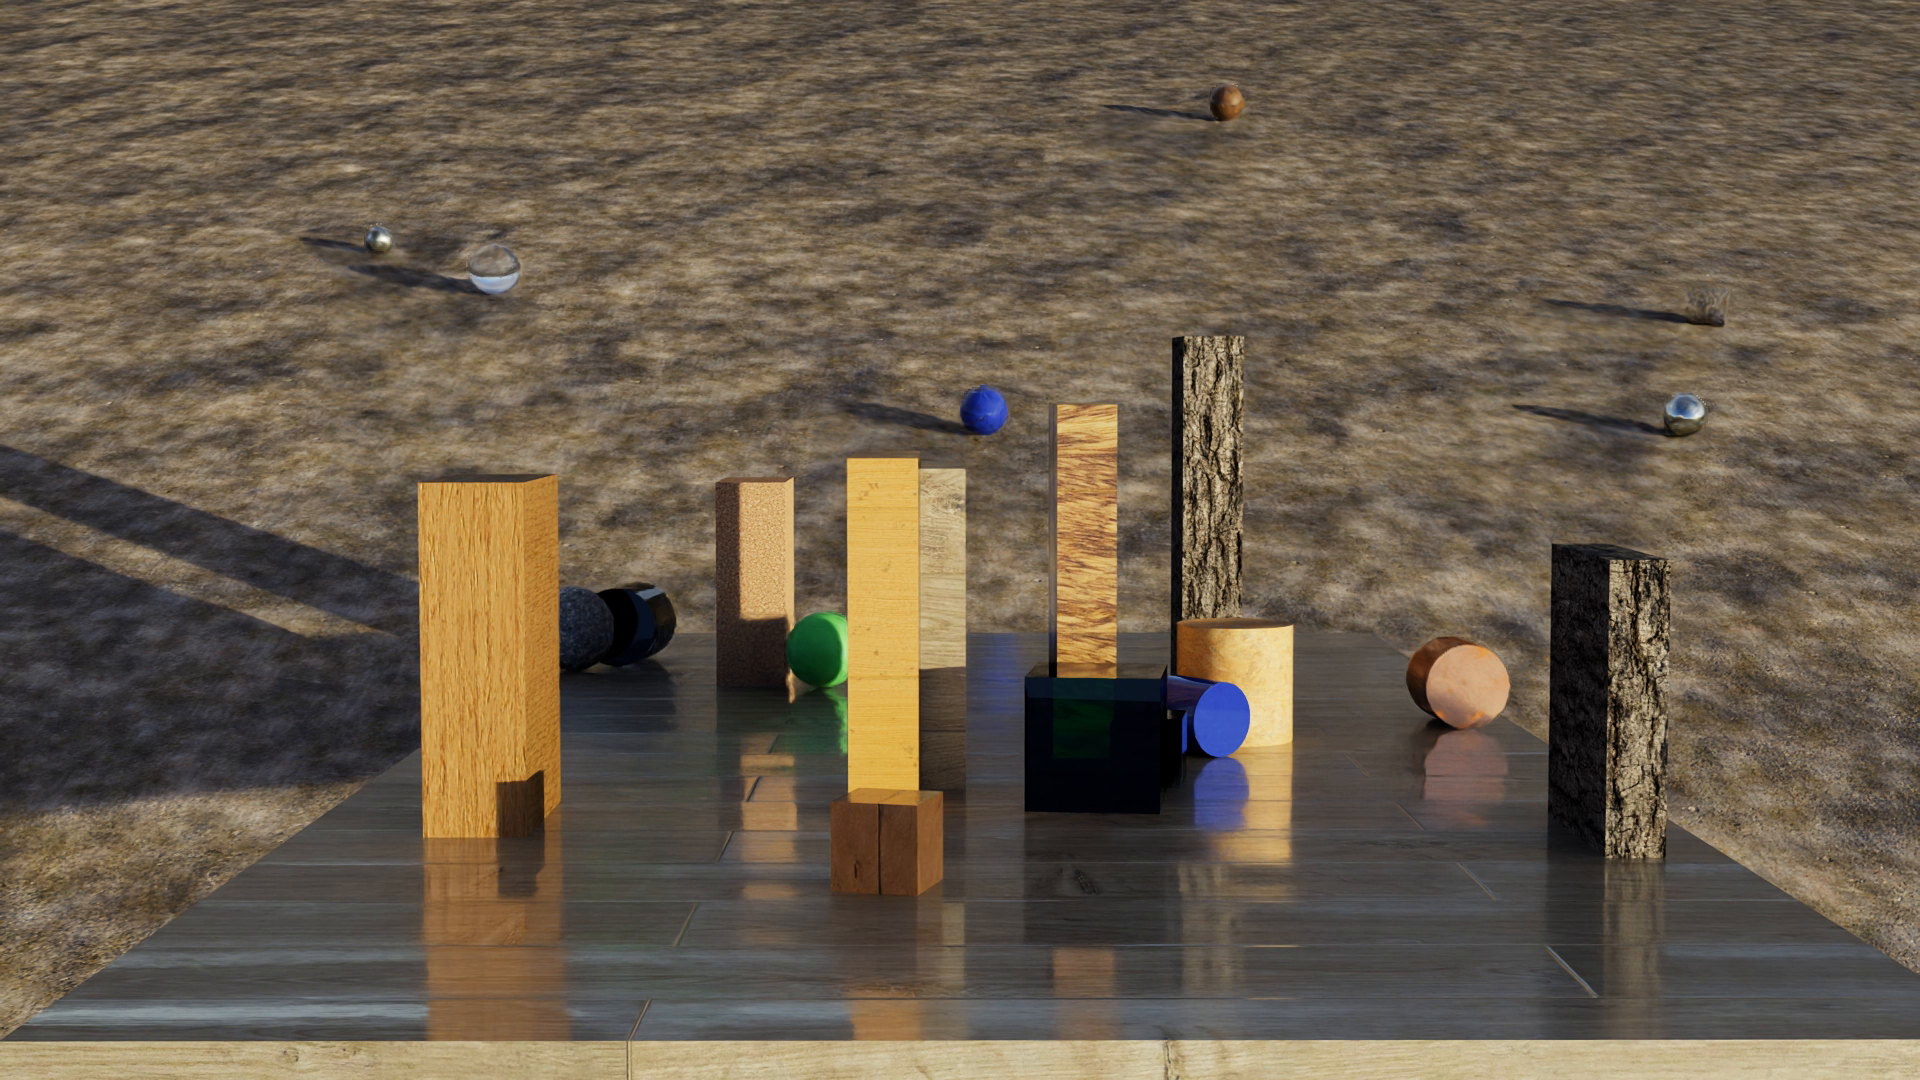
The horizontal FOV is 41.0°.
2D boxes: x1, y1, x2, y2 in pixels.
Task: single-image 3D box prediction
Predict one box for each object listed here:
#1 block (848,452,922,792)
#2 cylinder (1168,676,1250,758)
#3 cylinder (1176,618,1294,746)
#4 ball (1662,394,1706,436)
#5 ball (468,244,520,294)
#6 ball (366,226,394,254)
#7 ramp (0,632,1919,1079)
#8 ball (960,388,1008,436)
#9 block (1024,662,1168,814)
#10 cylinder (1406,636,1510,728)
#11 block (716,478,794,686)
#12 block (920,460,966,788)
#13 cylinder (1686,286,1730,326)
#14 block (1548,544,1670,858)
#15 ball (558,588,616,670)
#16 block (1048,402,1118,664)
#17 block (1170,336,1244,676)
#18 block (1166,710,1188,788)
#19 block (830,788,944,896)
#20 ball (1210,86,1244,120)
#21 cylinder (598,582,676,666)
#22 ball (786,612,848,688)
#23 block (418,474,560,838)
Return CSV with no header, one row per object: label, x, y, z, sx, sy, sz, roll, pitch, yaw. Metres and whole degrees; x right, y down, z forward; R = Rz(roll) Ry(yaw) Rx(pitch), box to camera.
block,-0.114,0.136,3.944,0.104,0.534,0.335,0,4,0
cylinder,0.413,0.305,4.463,0.129,0.129,0.129,-14,11,-34
cylinder,0.495,0.254,4.630,0.209,0.209,0.209,0,4,0
ball,2.376,-0.408,8.417,0.137,0.137,0.137,0,20,0
ball,-1.848,-1.074,10.187,0.203,0.203,0.203,0,20,0
ball,-2.456,-1.270,10.863,0.116,0.116,0.116,0,20,0
ramp,0.046,0.416,4.535,2.000,0.100,4.000,0,4,0
ball,0.078,-0.421,8.426,0.157,0.157,0.157,0,20,0
block,0.211,0.301,3.947,0.204,0.204,0.204,0,4,8
cylinder,0.936,0.267,4.833,0.157,0.157,0.157,-1,4,-3
block,-0.441,0.085,5.548,0.146,0.430,0.278,0,4,0
block,-0.035,0.129,4.254,0.087,0.509,0.387,0,4,0
cylinder,2.845,-0.890,9.763,0.138,0.138,0.138,6,20,22
block,0.919,0.219,3.650,0.083,0.406,0.338,0,4,0
ball,-0.859,0.198,5.702,0.185,0.185,0.185,0,20,0
block,0.220,0.055,4.646,0.103,0.605,0.394,0,4,0
block,0.517,-0.058,5.394,0.123,0.735,0.277,0,4,0
block,0.307,0.336,4.144,0.110,0.110,0.110,1,4,9
block,-0.093,0.387,3.308,0.115,0.115,0.115,1,4,16
ball,1.430,-2.343,13.764,0.188,0.188,0.188,0,20,0
cylinder,-0.760,0.191,5.870,0.178,0.178,0.178,3,4,8
ball,-0.286,0.231,5.392,0.159,0.159,0.159,0,20,0
block,-0.690,0.161,3.792,0.148,0.505,0.313,0,4,0
